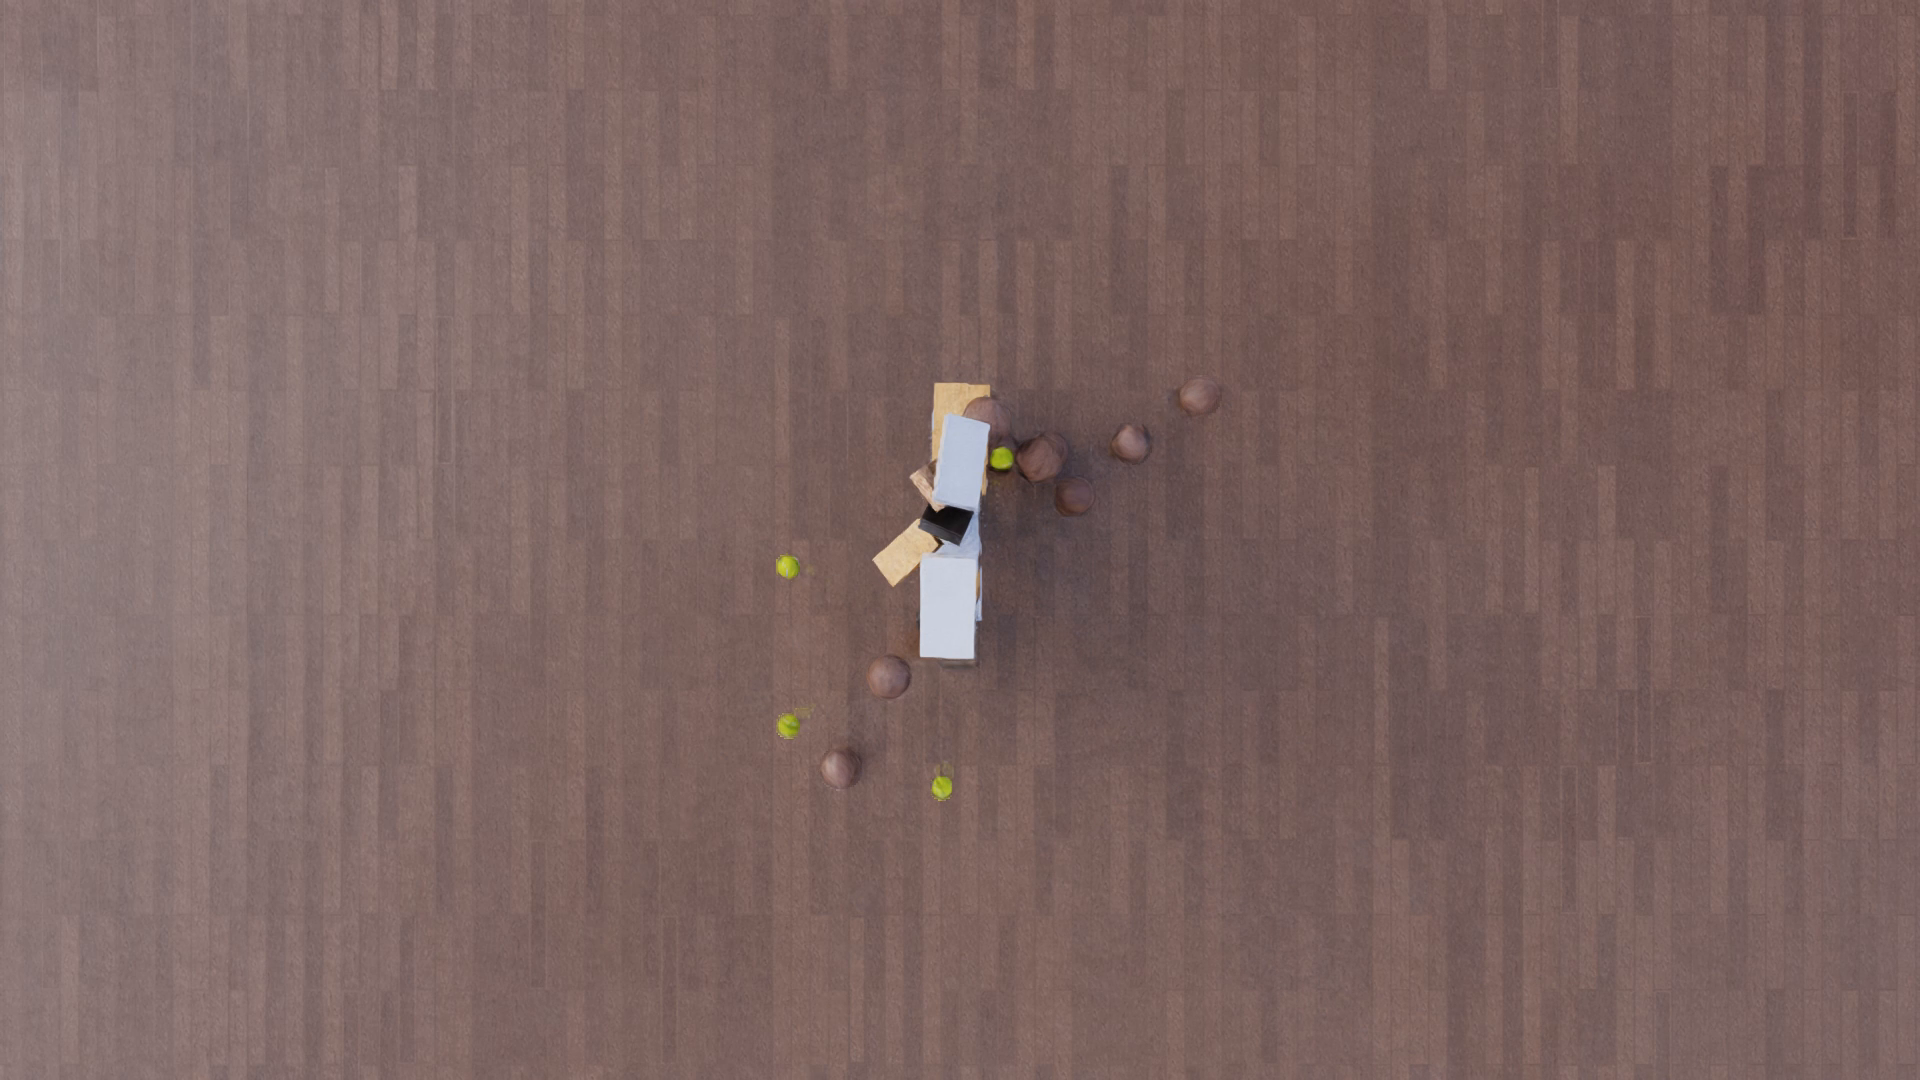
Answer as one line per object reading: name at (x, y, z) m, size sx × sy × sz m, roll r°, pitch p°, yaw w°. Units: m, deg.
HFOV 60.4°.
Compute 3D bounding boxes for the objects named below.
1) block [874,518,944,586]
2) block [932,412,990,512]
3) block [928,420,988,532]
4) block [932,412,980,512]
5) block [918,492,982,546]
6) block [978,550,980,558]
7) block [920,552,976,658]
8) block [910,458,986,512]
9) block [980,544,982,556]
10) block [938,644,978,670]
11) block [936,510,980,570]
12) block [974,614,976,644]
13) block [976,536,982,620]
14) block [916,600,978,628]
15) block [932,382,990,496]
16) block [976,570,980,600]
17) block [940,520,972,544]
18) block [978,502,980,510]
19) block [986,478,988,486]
block at (-0.136, 0.031, 4.309) m, size 0.181 × 0.026 × 0.090 m, roll -41°, pitch 79°, yaw 24°
block at (0.002, -0.200, 4.235) m, size 0.116 × 0.033 × 0.232 m, roll 14°, pitch 73°, yaw -19°
block at (-0.006, -0.198, 5.123) m, size 0.176 × 0.050 × 0.352 m, roll -1°, pitch 90°, yaw 0°
block at (-0.011, -0.226, 4.786) m, size 0.145 × 0.041 × 0.290 m, roll 1°, pitch 90°, yaw 0°
block at (-0.024, -0.079, 4.316) m, size 0.116 × 0.232 × 0.033 m, roll 23°, pitch 124°, yaw 0°
block at (-0.008, 0.066, 4.708) m, size 0.130 × 0.402 × 0.037 m, roll -1°, pitch 94°, yaw 1°
block at (-0.030, 0.167, 4.191) m, size 0.138 × 0.039 × 0.276 m, roll 2°, pitch 112°, yaw 1°
block at (-0.031, -0.162, 4.318) m, size 0.033 × 0.232 × 0.116 m, roll -38°, pitch 89°, yaw 34°
block at (0.001, 0.031, 5.366) m, size 0.134 × 0.267 × 0.038 m, roll 0°, pitch 90°, yaw 0°
block at (-0.009, 0.360, 5.125) m, size 0.117 × 0.752 × 0.033 m, roll -2°, pitch 82°, yaw 1°
block at (-0.014, -0.006, 4.487) m, size 0.130 × 0.037 × 0.259 m, roll -1°, pitch 91°, yaw 1°
block at (-0.013, 0.223, 4.889) m, size 0.117 × 0.033 × 0.233 m, roll -3°, pitch 134°, yaw 0°
block at (0.000, 0.119, 5.214) m, size 0.134 × 0.038 × 0.267 m, roll -1°, pitch 90°, yaw 0°
block at (-0.029, 0.178, 4.496) m, size 0.138 × 0.520 × 0.039 m, roll 1°, pitch 97°, yaw 3°
block at (0.001, -0.272, 4.446) m, size 0.148 × 0.042 × 0.296 m, roll 2°, pitch 89°, yaw 0°
block at (-0.017, 0.120, 4.331) m, size 0.138 × 0.276 × 0.039 m, roll 0°, pitch 81°, yaw 1°
block at (-0.027, -0.031, 4.374) m, size 0.090 × 0.181 × 0.026 m, roll 11°, pitch 103°, yaw 5°
block at (-0.009, -0.104, 4.635) m, size 0.130 × 0.259 × 0.037 m, roll 0°, pitch 92°, yaw 1°
block at (0.000, -0.177, 4.616) m, size 0.148 × 0.296 × 0.042 m, roll -4°, pitch 96°, yaw 0°
